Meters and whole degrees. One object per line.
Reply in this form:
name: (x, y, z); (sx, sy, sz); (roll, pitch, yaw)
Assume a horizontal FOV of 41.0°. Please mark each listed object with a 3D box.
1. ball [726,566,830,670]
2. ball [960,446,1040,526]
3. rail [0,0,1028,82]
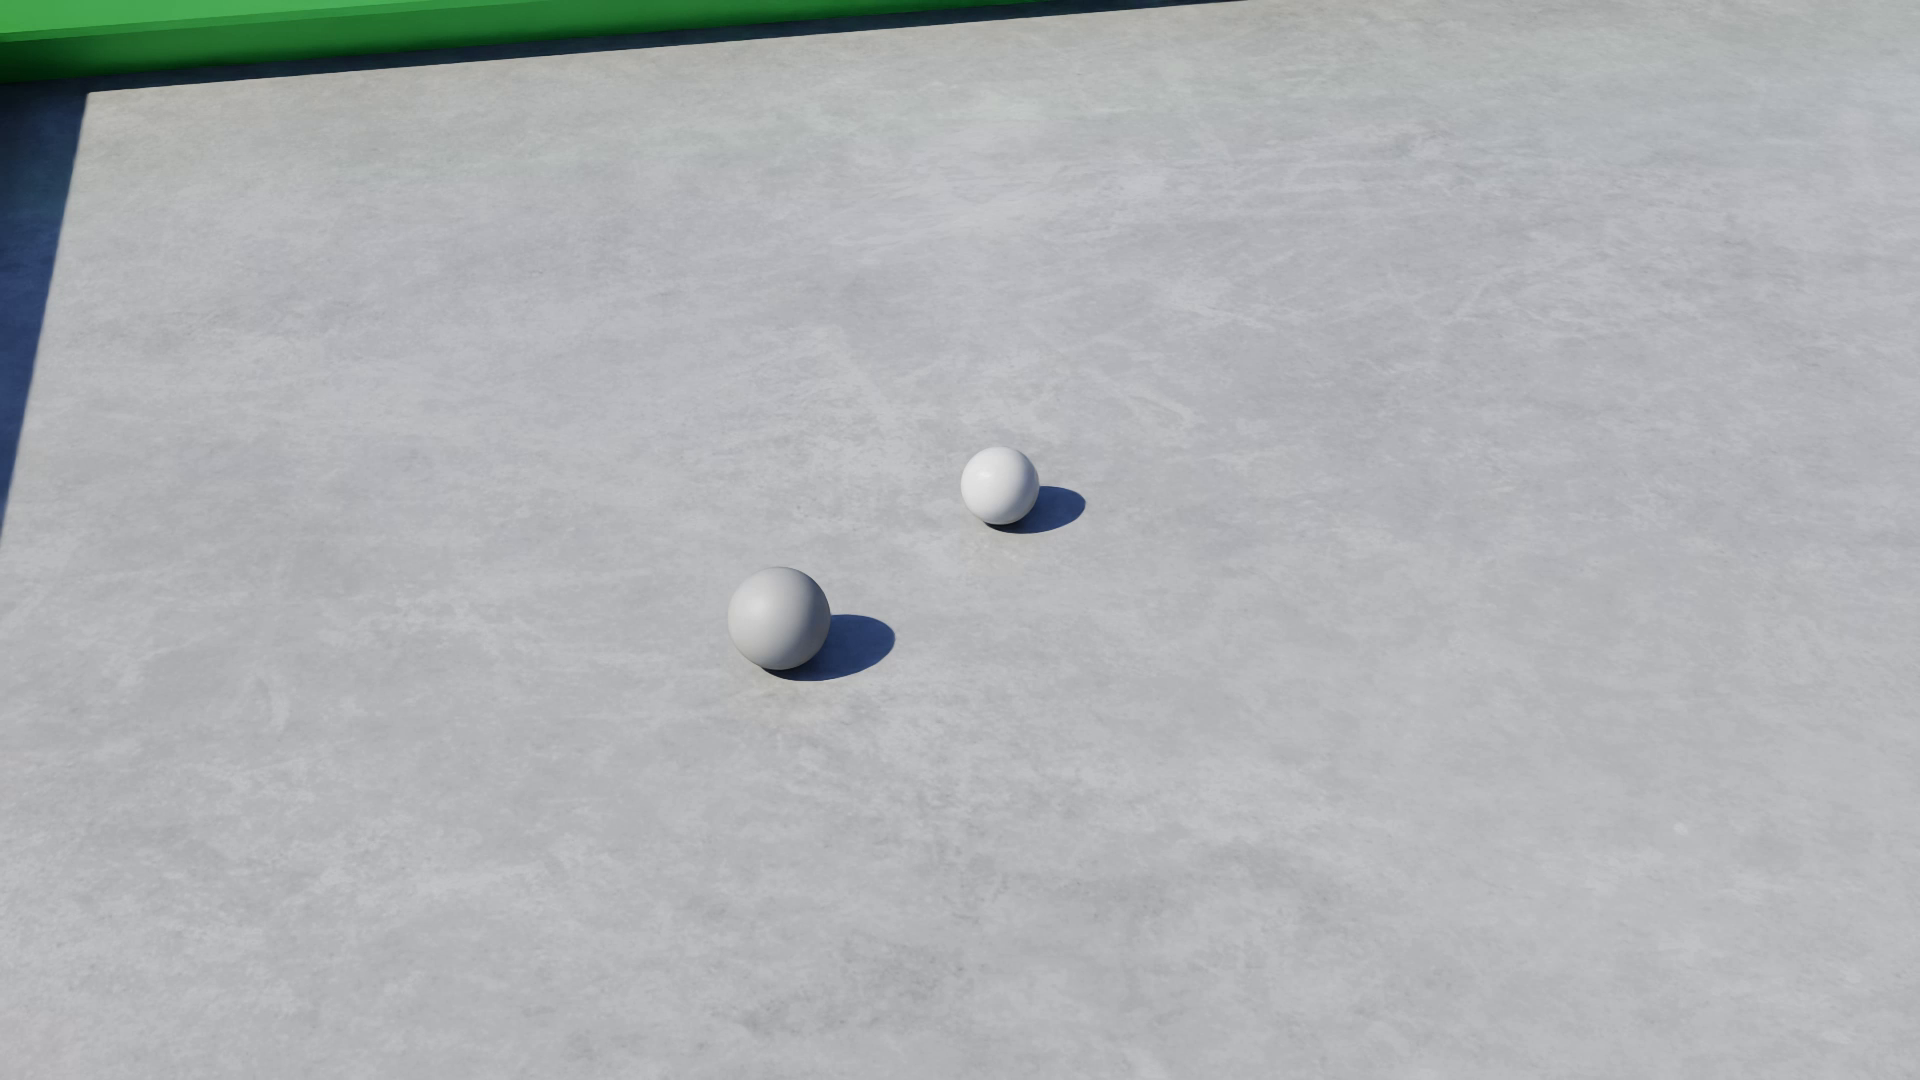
ball: (-0.110, 0.047, 1.552); (0.063, 0.063, 0.063); (0, 36, 0)
ball: (0.026, -0.036, 1.675); (0.052, 0.052, 0.052); (0, 36, 0)
rail: (0.562, -0.582, 2.366); (2.900, 0.120, 0.045); (-6, 37, -9)
